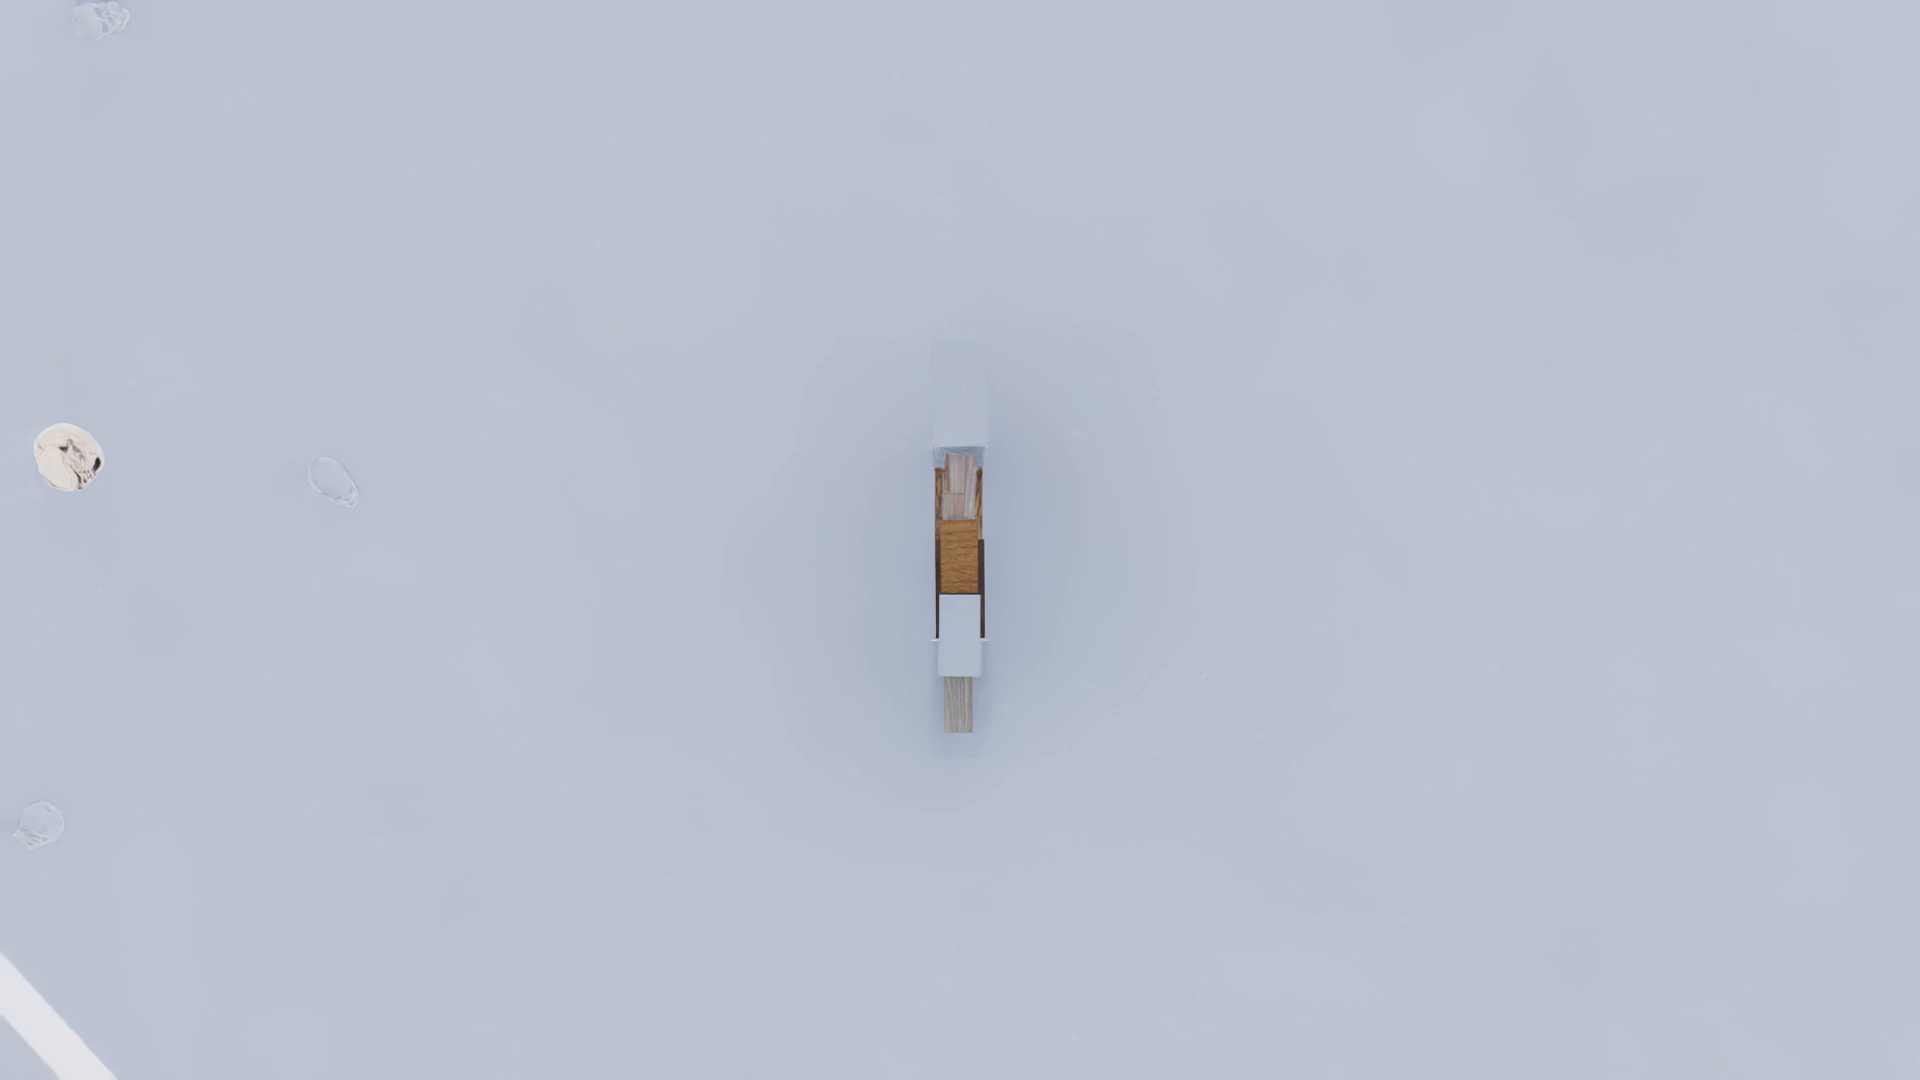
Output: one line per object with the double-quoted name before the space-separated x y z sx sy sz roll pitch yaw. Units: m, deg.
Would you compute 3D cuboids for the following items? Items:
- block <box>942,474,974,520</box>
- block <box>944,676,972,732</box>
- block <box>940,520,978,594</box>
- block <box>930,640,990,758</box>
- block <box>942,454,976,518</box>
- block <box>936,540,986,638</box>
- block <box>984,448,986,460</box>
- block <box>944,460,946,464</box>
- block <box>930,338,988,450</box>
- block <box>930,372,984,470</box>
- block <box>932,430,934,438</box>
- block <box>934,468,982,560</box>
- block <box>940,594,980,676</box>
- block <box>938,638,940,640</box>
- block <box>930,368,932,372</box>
"block" -0.005 -0.102 4.955 0.095 0.027 0.191 0 90 0
"block" -0.005 0.460 4.632 0.080 0.023 0.160 0 90 0
"block" -0.002 0.045 4.609 0.102 0.029 0.204 -1 91 0
"block" 0.002 0.465 4.828 0.172 0.049 0.345 0 90 0
"block" -0.001 -0.151 4.614 0.087 0.025 0.175 3 95 0
"block" 0.000 0.143 4.850 0.145 0.041 0.290 0 90 0
"block" -0.003 -0.257 5.005 0.154 0.309 0.044 -2 87 -1
"block" 0.001 -0.217 4.710 0.087 0.175 0.025 -1 92 -1
"block" -0.002 -0.399 4.490 0.149 0.042 0.298 -2 83 0
"block" -0.008 -0.365 4.836 0.154 0.044 0.309 -1 85 0
"block" -0.002 -0.299 4.653 0.149 0.298 0.042 -3 91 -1
"block" -0.004 -0.086 5.181 0.149 0.042 0.298 0 90 0
"block" -0.001 0.263 4.562 0.113 0.032 0.225 0 90 0
"block" -0.001 0.309 5.216 0.133 0.038 0.265 0 90 0
"block" -0.008 -0.499 4.675 0.149 0.298 0.042 -1 91 0
